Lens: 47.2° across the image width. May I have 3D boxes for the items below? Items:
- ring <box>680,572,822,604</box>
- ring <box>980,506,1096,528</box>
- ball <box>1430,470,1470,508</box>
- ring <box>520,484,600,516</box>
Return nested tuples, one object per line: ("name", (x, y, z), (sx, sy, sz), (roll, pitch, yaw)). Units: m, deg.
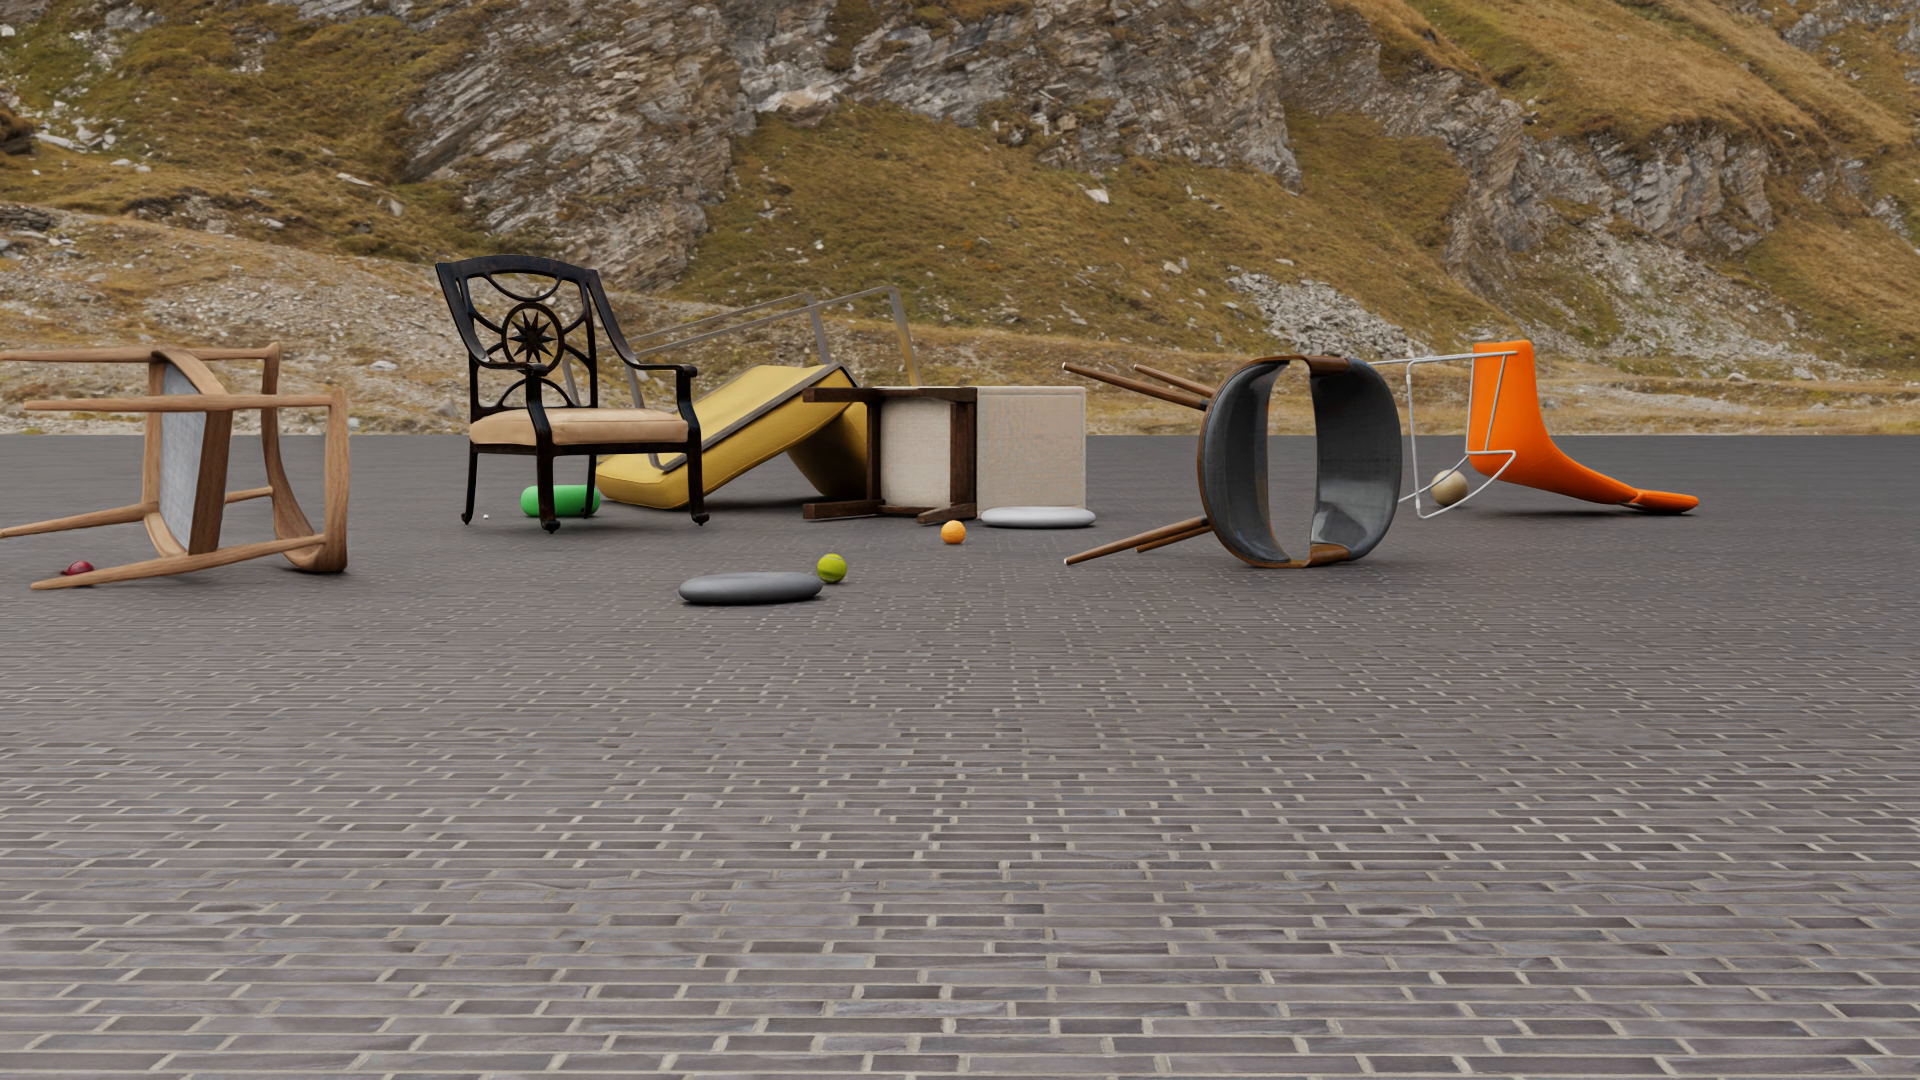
("ring", (-0.444, 0.102, 4.683), (0.346, 0.054, 0.226), (-3, 4, -43))
("ring", (0.257, -0.075, 7.217), (0.378, 0.059, 0.373), (0, 3, 0))
("ball", (1.866, -0.197, 8.376), (0.143, 0.143, 0.143), (0, 4, 0))
("ring", (-1.413, -0.138, 7.775), (0.282, 0.109, 0.220), (-1, 2, 6))
